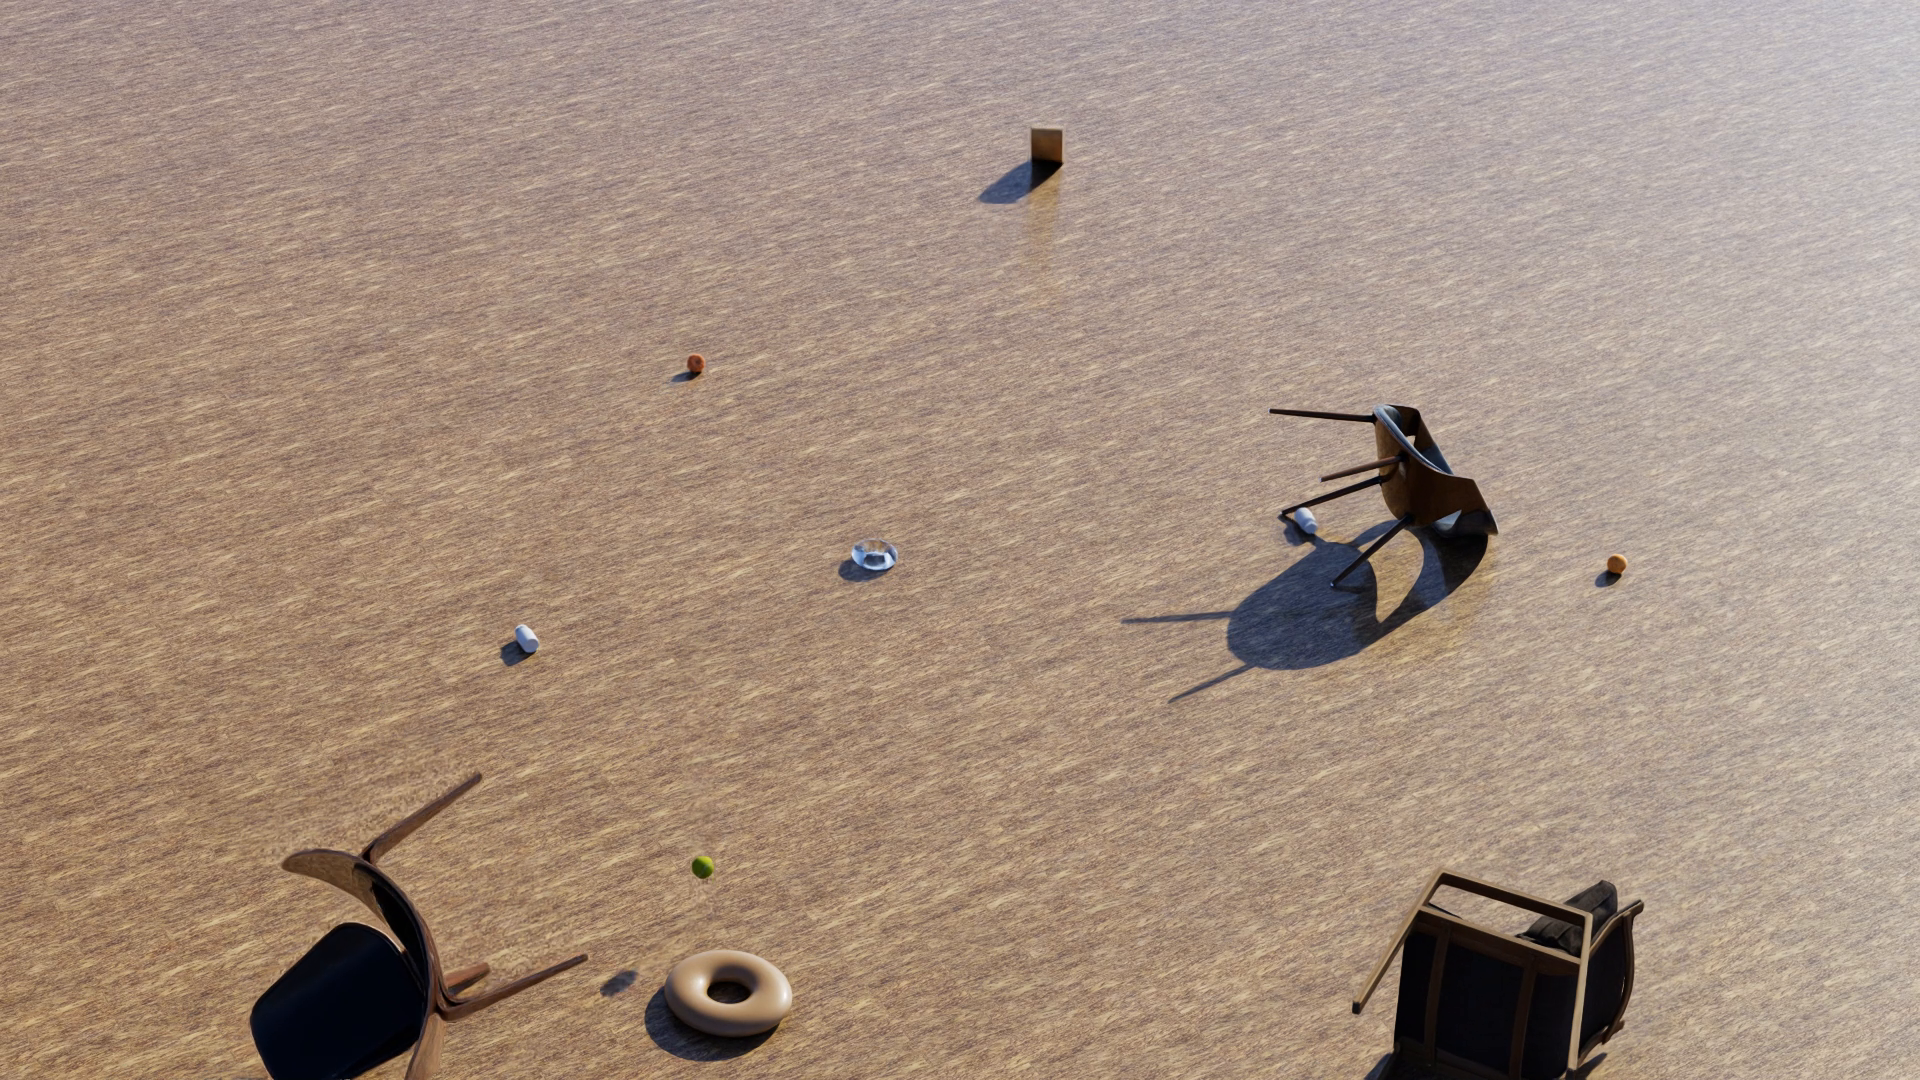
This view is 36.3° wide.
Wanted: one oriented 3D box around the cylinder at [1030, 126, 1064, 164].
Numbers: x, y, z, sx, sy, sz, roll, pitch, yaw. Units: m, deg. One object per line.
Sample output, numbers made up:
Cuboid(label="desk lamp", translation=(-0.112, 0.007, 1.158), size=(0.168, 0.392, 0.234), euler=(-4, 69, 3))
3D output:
Cuboid(label="cylinder", translation=(0.405, -1.822, 13.511), size=(0.144, 0.252, 0.128), euler=(3, 68, 5))

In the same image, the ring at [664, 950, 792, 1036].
Cuboid(label="ring", translation=(-0.696, 1.361, 8.813), size=(0.407, 0.075, 0.349), euler=(20, 38, 29))

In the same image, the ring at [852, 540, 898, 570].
Cuboid(label="ring", translation=(-0.314, 0.053, 10.813), size=(0.176, 0.057, 0.156), euler=(17, 36, 23))
